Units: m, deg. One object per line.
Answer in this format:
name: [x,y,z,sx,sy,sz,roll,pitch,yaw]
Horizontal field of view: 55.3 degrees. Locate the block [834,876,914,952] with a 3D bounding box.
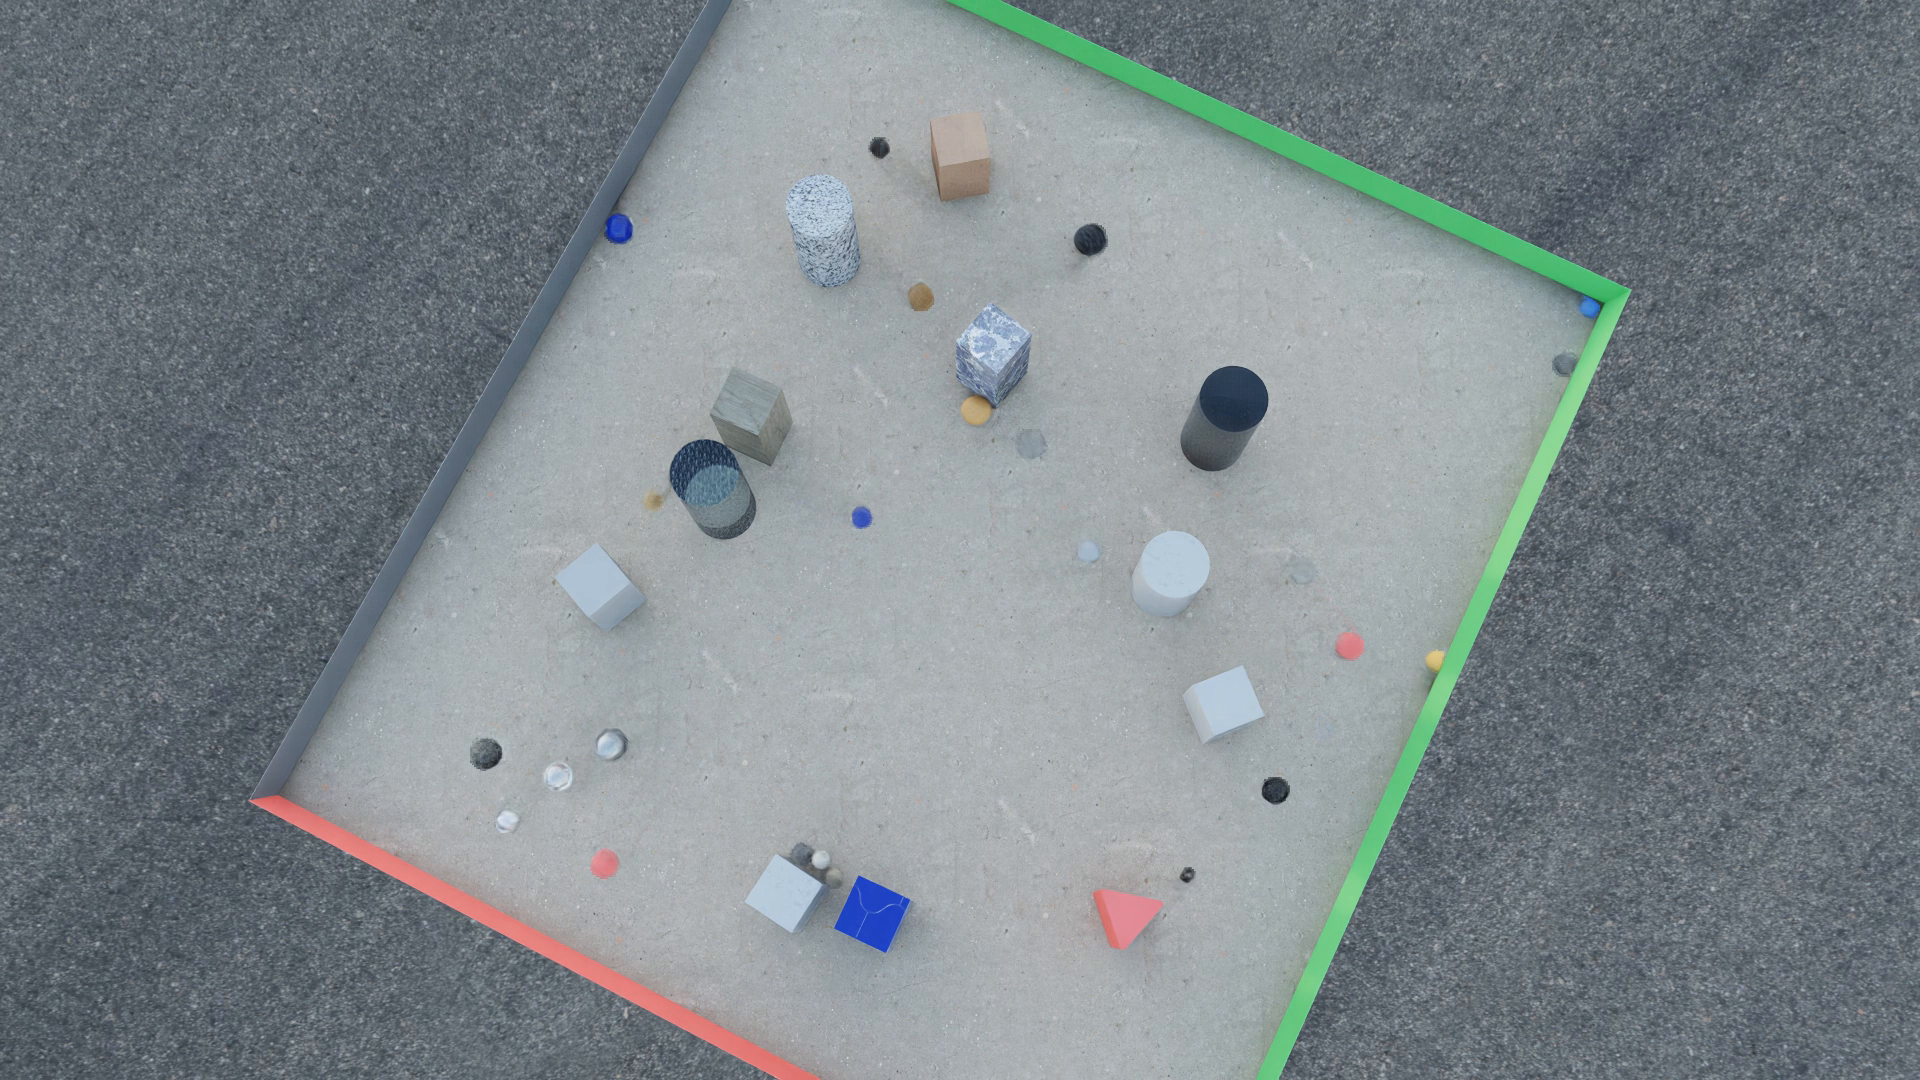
block: [-0.240,1.062,5.201,0.157,0.383,0.157,24,79,5]

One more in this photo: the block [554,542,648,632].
block: [-1.063,0.144,5.442,0.157,0.284,0.157,-40,81,-8]

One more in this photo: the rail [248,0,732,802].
rail: [-1.322,-0.641,5.683,0.045,0.128,3.248,26,80,5]

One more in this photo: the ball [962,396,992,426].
ball: [0.050,-0.400,5.651,0.094,0.094,0.094,0,78,0]

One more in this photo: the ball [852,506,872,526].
ball: [-0.302,-0.072,5.600,0.062,0.062,0.062,0,78,0]

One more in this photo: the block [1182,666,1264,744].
block: [0.771,0.486,5.388,0.157,0.251,0.157,-21,79,-4]

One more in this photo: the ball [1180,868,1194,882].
ball: [0.668,0.987,5.392,0.041,0.041,0.041,0,78,0]

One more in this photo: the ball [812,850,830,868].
ball: [-0.410,0.941,5.395,0.054,0.054,0.054,0,78,0]

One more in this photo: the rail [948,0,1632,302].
rail: [0.716,-1.395,5.839,3.004,0.128,0.045,26,80,5]

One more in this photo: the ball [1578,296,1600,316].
ball: [1.969,-0.730,5.736,0.062,0.062,0.062,0,78,0]

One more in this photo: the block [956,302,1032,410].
block: [0.099,-0.552,5.535,0.157,0.383,0.157,39,81,7]

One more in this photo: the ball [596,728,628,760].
ball: [-1.034,0.606,5.442,0.096,0.096,0.096,0,78,0]

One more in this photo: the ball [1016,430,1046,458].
ball: [0.218,-0.294,5.632,0.088,0.088,0.088,0,78,0]

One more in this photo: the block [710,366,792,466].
block: [-0.622,-0.367,5.502,0.157,0.373,0.157,24,79,5]

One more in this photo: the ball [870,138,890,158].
ball: [-0.255,-1.249,5.844,0.061,0.061,0.061,0,78,0]

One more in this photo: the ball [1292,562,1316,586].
ball: [1.041,0.102,5.559,0.072,0.072,0.072,0,78,0]

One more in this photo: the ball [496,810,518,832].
ball: [-1.336,0.828,5.412,0.065,0.065,0.065,0,78,0]

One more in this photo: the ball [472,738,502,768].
ball: [-1.405,0.632,5.440,0.090,0.090,0.090,0,78,0]

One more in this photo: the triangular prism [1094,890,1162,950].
triangular prism: [0.449,1.051,5.225,0.147,0.341,0.170,41,81,8]

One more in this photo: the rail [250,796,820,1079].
rail: [-0.716,1.408,5.259,3.004,0.128,0.045,26,80,5]

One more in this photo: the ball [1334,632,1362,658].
ball: [1.168,0.316,5.510,0.080,0.080,0.080,0,78,0]

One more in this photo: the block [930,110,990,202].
block: [0.000,-1.196,5.721,0.157,0.279,0.157,-11,79,-2]

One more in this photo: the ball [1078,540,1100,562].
ball: [0.390,0.036,5.574,0.069,0.069,0.069,0,78,0]

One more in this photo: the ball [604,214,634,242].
ball: [-1.073,-0.984,5.775,0.089,0.089,0.089,0,78,0]

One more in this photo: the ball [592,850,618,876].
ball: [-1.043,0.947,5.381,0.078,0.078,0.078,0,78,0]

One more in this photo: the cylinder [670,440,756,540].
cylinder: [-0.724,-0.144,5.412,0.196,0.460,0.196,0,78,0]

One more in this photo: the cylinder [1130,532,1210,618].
cylinder: [0.618,0.105,5.419,0.196,0.344,0.196,0,78,0]

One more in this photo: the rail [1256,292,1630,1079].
rail: [1.322,0.654,5.415,0.045,0.128,3.248,26,80,5]

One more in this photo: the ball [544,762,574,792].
ball: [-1.188,0.701,5.428,0.086,0.086,0.086,0,78,0]

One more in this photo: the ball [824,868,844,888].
ball: [-0.370,0.993,5.384,0.054,0.054,0.054,0,78,0]

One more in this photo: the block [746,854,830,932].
block: [-0.492,1.015,5.256,0.157,0.294,0.157,32,80,6]

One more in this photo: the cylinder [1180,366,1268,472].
cylinder: [0.781,-0.355,5.451,0.196,0.468,0.196,0,78,0]

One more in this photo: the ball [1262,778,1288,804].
ball: [0.932,0.744,5.424,0.076,0.076,0.076,0,78,0]

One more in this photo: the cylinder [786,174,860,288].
cylinder: [-0.413,-0.937,5.588,0.196,0.435,0.196,0,78,0]

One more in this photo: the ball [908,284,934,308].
ball: [-0.124,-0.763,5.734,0.080,0.080,0.080,0,78,0]

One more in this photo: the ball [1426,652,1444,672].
ball: [1.430,0.366,5.510,0.061,0.061,0.061,0,78,0]

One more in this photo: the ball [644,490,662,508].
ball: [-0.940,-0.125,5.613,0.057,0.057,0.057,0,78,0]

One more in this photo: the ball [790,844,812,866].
ball: [-0.467,0.925,5.393,0.064,0.064,0.064,0,78,0]

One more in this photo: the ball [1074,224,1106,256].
ball: [0.408,-0.943,5.762,0.098,0.098,0.098,0,78,0]

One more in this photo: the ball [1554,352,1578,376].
ball: [1.883,-0.549,5.693,0.074,0.074,0.074,0,78,0]
